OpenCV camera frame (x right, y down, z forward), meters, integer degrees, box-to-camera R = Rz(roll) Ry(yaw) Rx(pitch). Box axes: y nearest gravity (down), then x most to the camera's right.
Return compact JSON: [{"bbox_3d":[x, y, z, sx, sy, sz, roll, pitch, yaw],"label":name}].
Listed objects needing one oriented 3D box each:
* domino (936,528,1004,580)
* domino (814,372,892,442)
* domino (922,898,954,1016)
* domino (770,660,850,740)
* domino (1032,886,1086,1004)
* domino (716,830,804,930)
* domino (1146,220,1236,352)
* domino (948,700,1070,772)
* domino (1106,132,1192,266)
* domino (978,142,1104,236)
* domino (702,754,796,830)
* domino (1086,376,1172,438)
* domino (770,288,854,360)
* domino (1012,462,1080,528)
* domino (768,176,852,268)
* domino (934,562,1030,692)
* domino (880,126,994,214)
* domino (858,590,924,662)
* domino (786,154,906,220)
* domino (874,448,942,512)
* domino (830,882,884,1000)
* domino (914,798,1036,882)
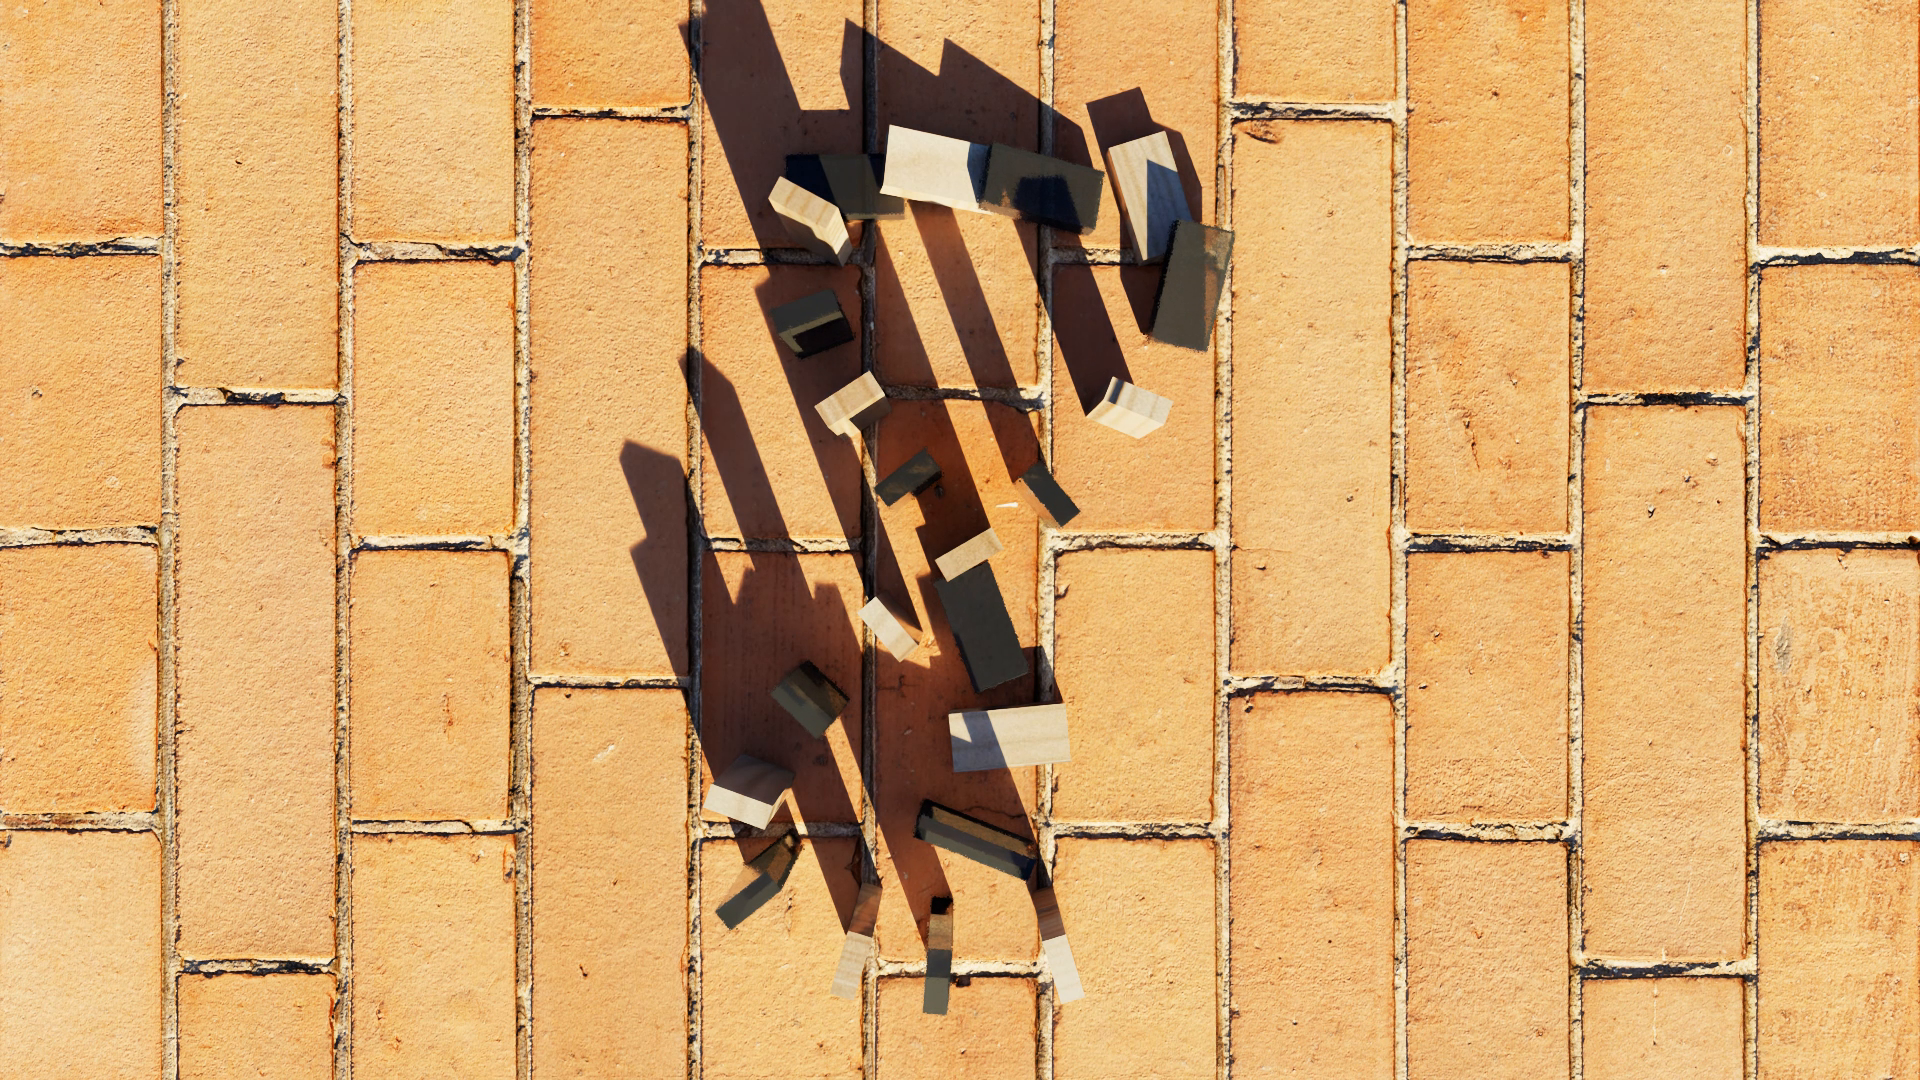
[{"bbox_3d":[0.004,0.006,0.375,0.025,0.050,0.010,-30,90,0],"label":"domino"},{"bbox_3d":[-0.042,-0.054,0.375,0.025,0.050,0.009,-33,90,0],"label":"domino"},{"bbox_3d":[-0.009,0.169,0.375,0.009,0.050,0.025,5,90,0],"label":"domino"},{"bbox_3d":[-0.060,0.064,0.375,0.025,0.050,0.009,44,90,0],"label":"domino"},{"bbox_3d":[0.040,0.164,0.375,0.010,0.050,0.025,-17,90,0],"label":"domino"},{"bbox_3d":[-0.081,0.138,0.375,0.025,0.050,0.009,-38,90,0],"label":"domino"},{"bbox_3d":[0.098,-0.107,0.389,0.025,0.009,0.050,10,101,-6],"label":"domino"},{"bbox_3d":[0.021,0.084,0.395,0.050,0.009,0.025,-5,90,0],"label":"domino"},{"bbox_3d":[0.083,-0.147,0.395,0.025,0.009,0.050,-17,90,0],"label":"domino"},{"bbox_3d":[0.035,-0.149,0.390,0.050,0.009,0.025,9,90,-13],"label":"domino"},{"bbox_3d":[-0.085,0.102,0.375,0.025,0.050,0.010,20,90,0],"label":"domino"},{"bbox_3d":[0.068,-0.053,0.375,0.025,0.050,0.010,22,90,0],"label":"domino"},{"bbox_3d":[-0.059,-0.088,0.375,0.025,0.050,0.009,-20,90,0],"label":"domino"},{"bbox_3d":[0.035,-0.017,0.375,0.009,0.050,0.025,-40,90,0],"label":"domino"},{"bbox_3d":[-0.060,-0.129,0.375,0.025,0.050,0.010,28,90,0],"label":"domino"},{"bbox_3d":[0.010,0.037,0.395,0.025,0.010,0.050,-21,90,0],"label":"domino"},{"bbox_3d":[-0.007,-0.157,0.389,0.050,0.009,0.025,6,90,-14],"label":"domino"},{"bbox_3d":[-0.028,0.034,0.375,0.009,0.050,0.025,-41,90,0],"label":"domino"},{"bbox_3d":[-0.049,-0.152,0.395,0.050,0.009,0.025,-1,90,0],"label":"domino"},{"bbox_3d":[-0.020,-0.024,0.375,0.025,0.050,0.010,-38,90,0],"label":"domino"},{"bbox_3d":[-0.042,0.163,0.375,0.010,0.050,0.025,17,90,0],"label":"domino"},{"bbox_3d":[0.006,0.126,0.388,0.050,0.025,0.010,22,90,0],"label":"domino"}]
